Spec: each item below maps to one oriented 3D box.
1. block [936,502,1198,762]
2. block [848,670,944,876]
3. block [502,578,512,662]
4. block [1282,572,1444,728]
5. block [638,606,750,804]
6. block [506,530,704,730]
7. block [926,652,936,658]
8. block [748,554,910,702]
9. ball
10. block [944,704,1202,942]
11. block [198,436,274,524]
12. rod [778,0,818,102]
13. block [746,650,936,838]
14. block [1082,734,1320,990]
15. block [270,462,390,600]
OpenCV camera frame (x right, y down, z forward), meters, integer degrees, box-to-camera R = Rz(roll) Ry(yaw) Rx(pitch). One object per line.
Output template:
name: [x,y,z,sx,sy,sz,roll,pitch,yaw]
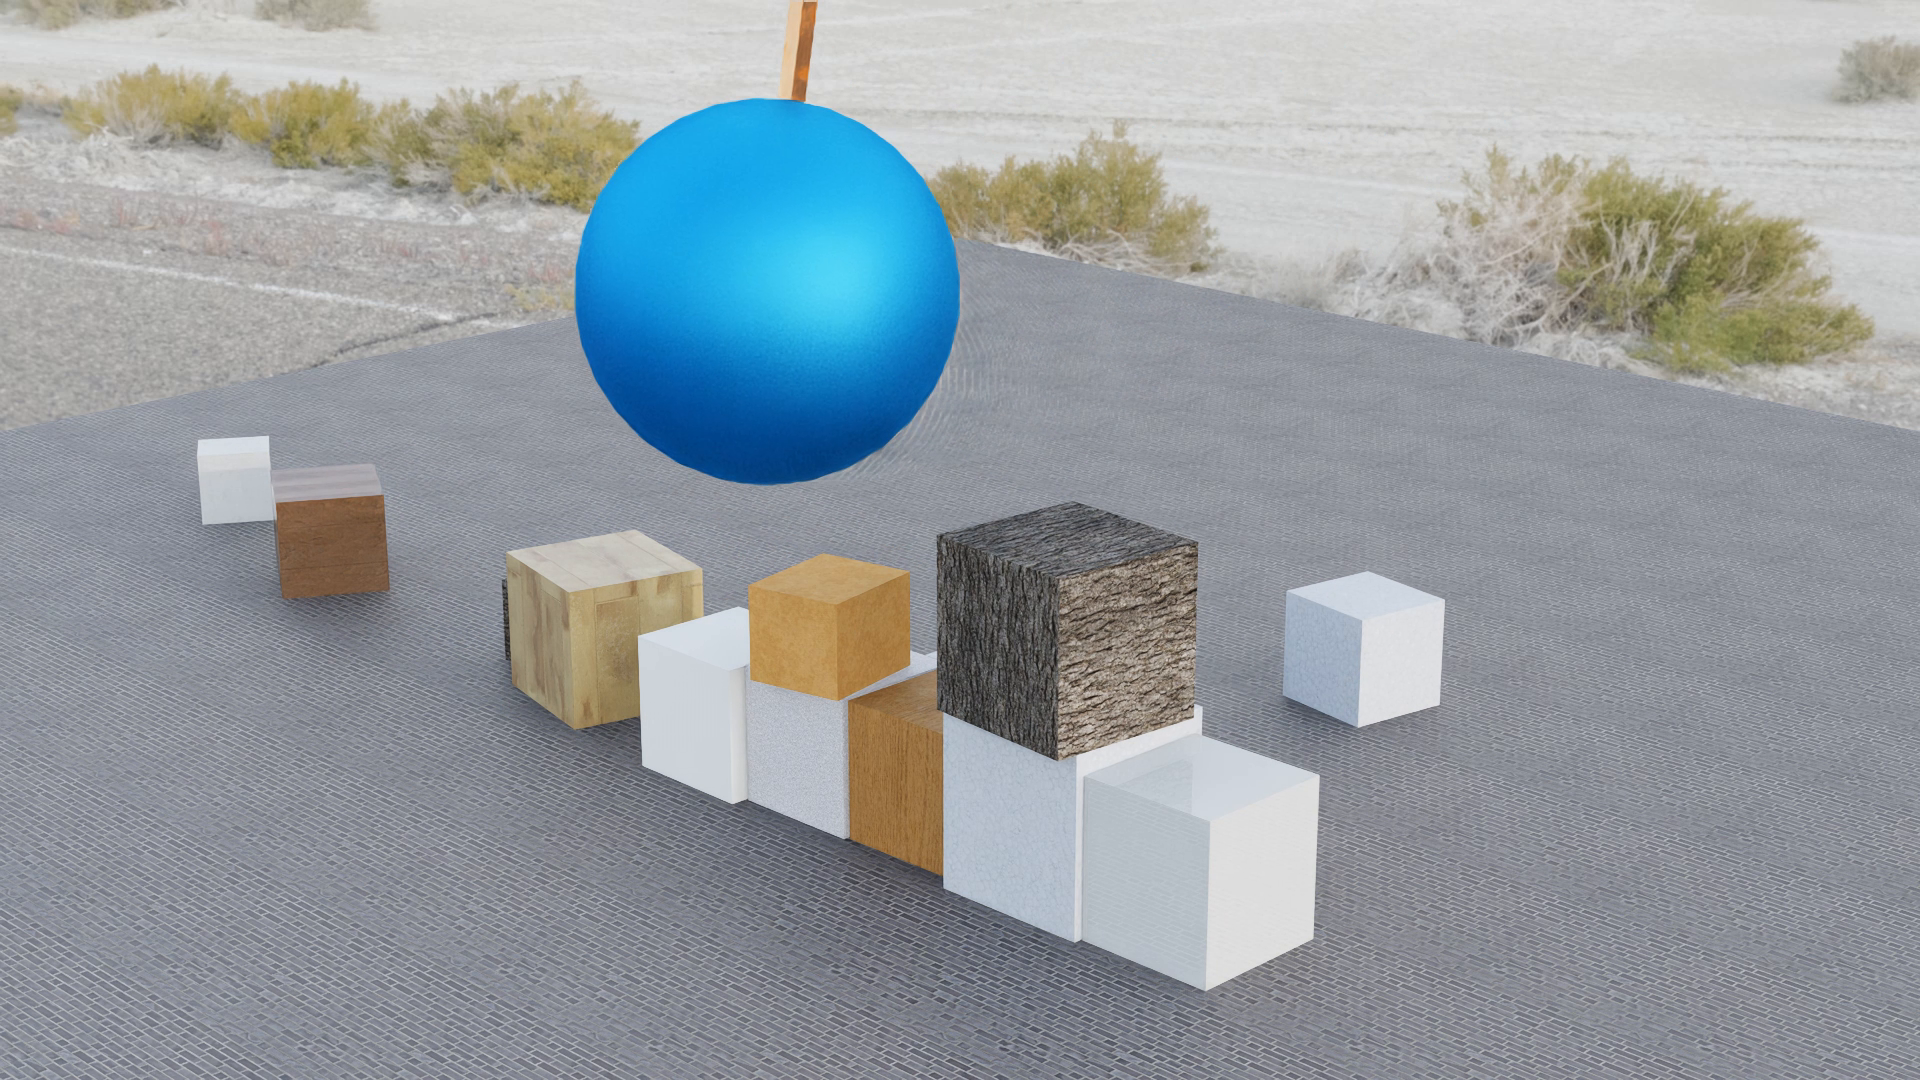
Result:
block: [0.465,0.381,12.848,0.803,0.813,0.806,-14,22,-38]
block: [-0.036,1.083,13.737,0.709,0.697,0.658,16,24,42]
block: [-2.223,0.411,16.260,0.414,0.467,0.461,9,20,27]
block: [2.137,0.572,15.545,0.582,0.588,0.590,-12,21,-33]
block: [-1.118,0.812,14.610,0.652,0.690,0.700,-16,24,-42]
block: [-1.887,0.464,15.618,0.762,0.750,0.805,-11,20,-30]
block: [0.279,0.867,14.533,0.636,0.631,0.638,17,24,42]
block: [-0.615,0.407,13.919,0.511,0.473,0.594,11,21,32]
ball: [-0.799,-1.027,12.182,1.600,1.600,1.600,0,17,0]
block: [0.503,1.161,13.186,0.822,0.878,0.811,-17,24,-42]
block: [-4.645,-0.386,18.815,0.443,0.454,0.385,-4,18,-12]
rod: [-0.346,-4.348,11.612,0.080,5.200,0.080,17,13,42]
block: [-0.544,0.932,14.209,0.682,0.703,0.698,17,24,42]
block: [1.038,1.377,12.681,0.722,0.769,0.705,-17,24,-42]
block: [-3.779,-0.063,17.560,0.621,0.590,0.716,-5,18,-15]
